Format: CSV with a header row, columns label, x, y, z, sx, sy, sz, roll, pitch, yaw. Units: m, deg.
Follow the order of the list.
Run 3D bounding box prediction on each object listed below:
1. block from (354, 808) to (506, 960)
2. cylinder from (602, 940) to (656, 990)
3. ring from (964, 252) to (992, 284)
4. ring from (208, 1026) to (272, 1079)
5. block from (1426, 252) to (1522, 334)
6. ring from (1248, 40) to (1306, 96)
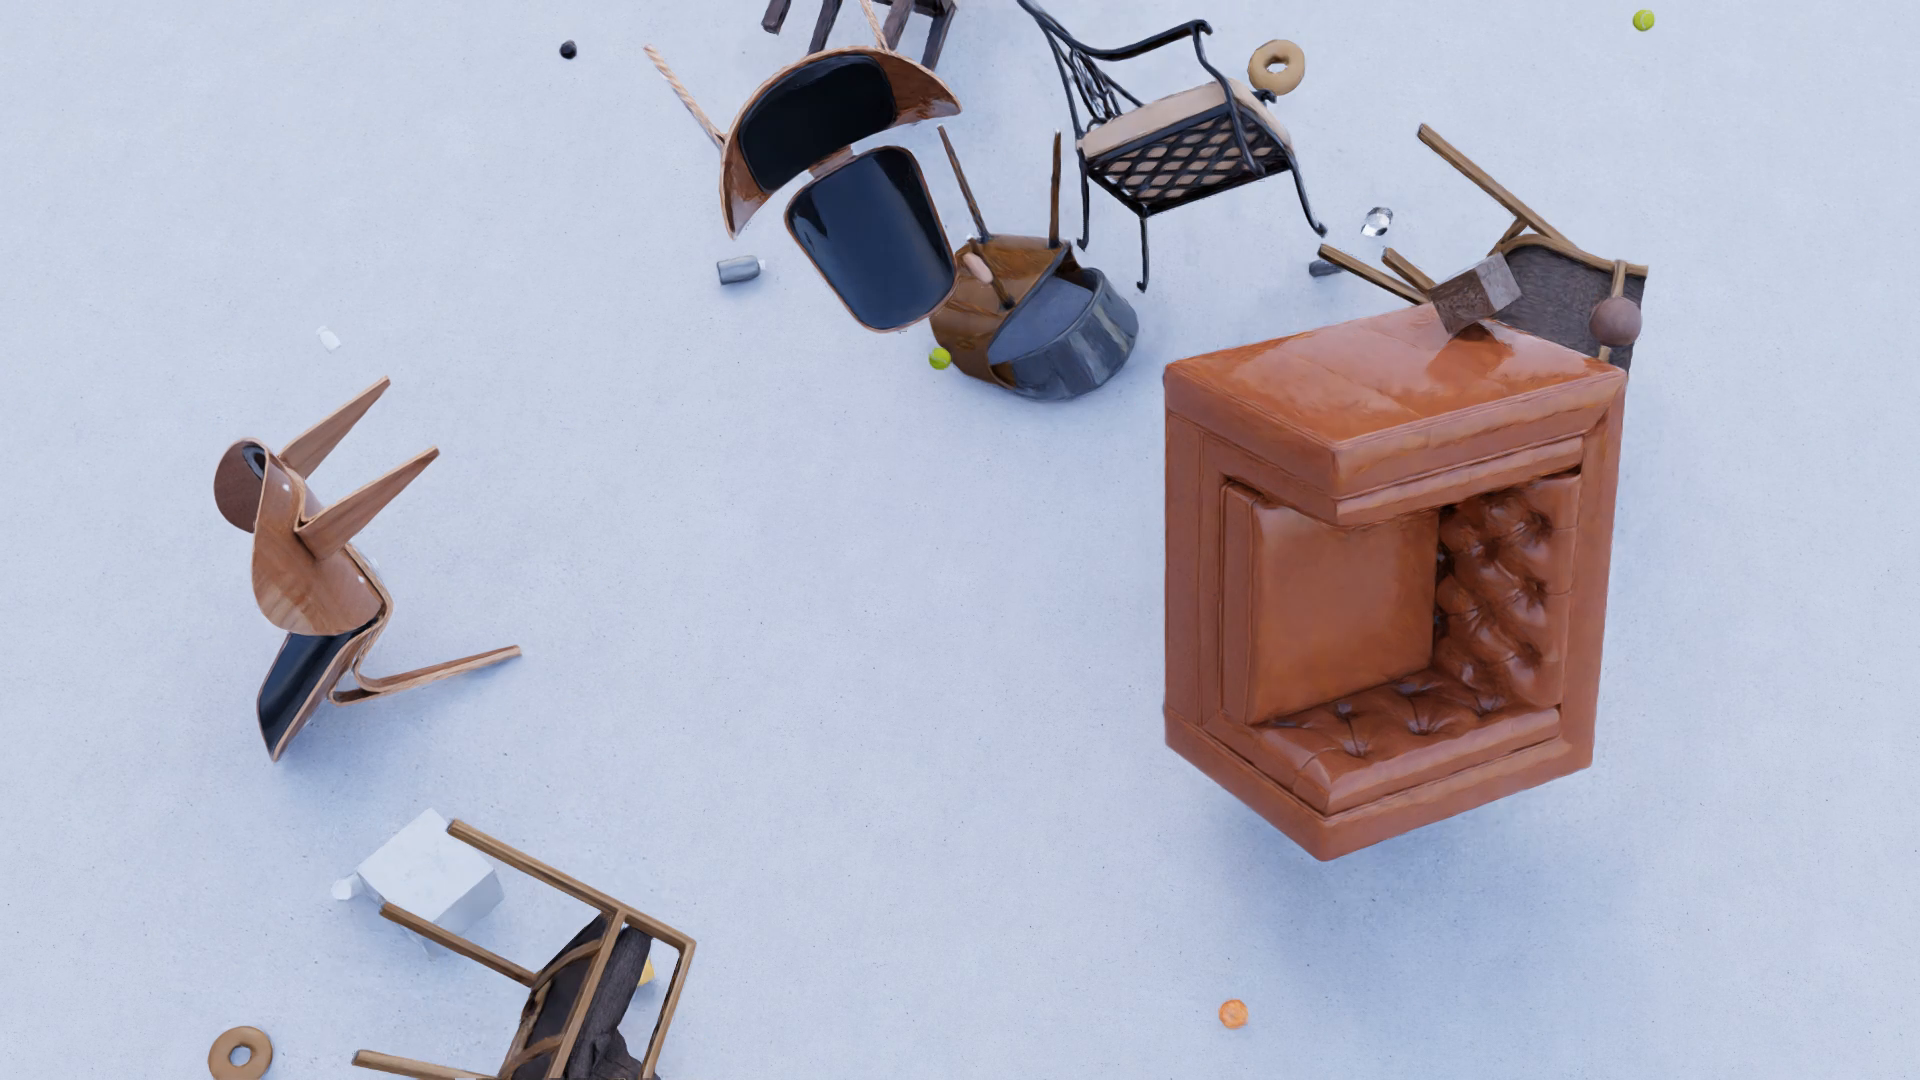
label,x,y,z,sx,sy,sz,roll,pitch,yaw
block,-1.408,0.914,5.854,0.265,0.177,0.252,38,64,23
cylinder,-0.865,1.113,5.753,0.110,0.095,0.072,-18,17,-3
ring,0.053,-0.800,6.482,0.038,0.185,0.115,-39,99,2
ring,-1.853,1.329,5.661,0.167,0.036,0.162,34,62,22
block,1.307,-0.627,5.583,0.206,0.138,0.124,-31,94,-53
ring,1.033,-1.540,7.169,0.186,0.071,0.241,8,56,15
